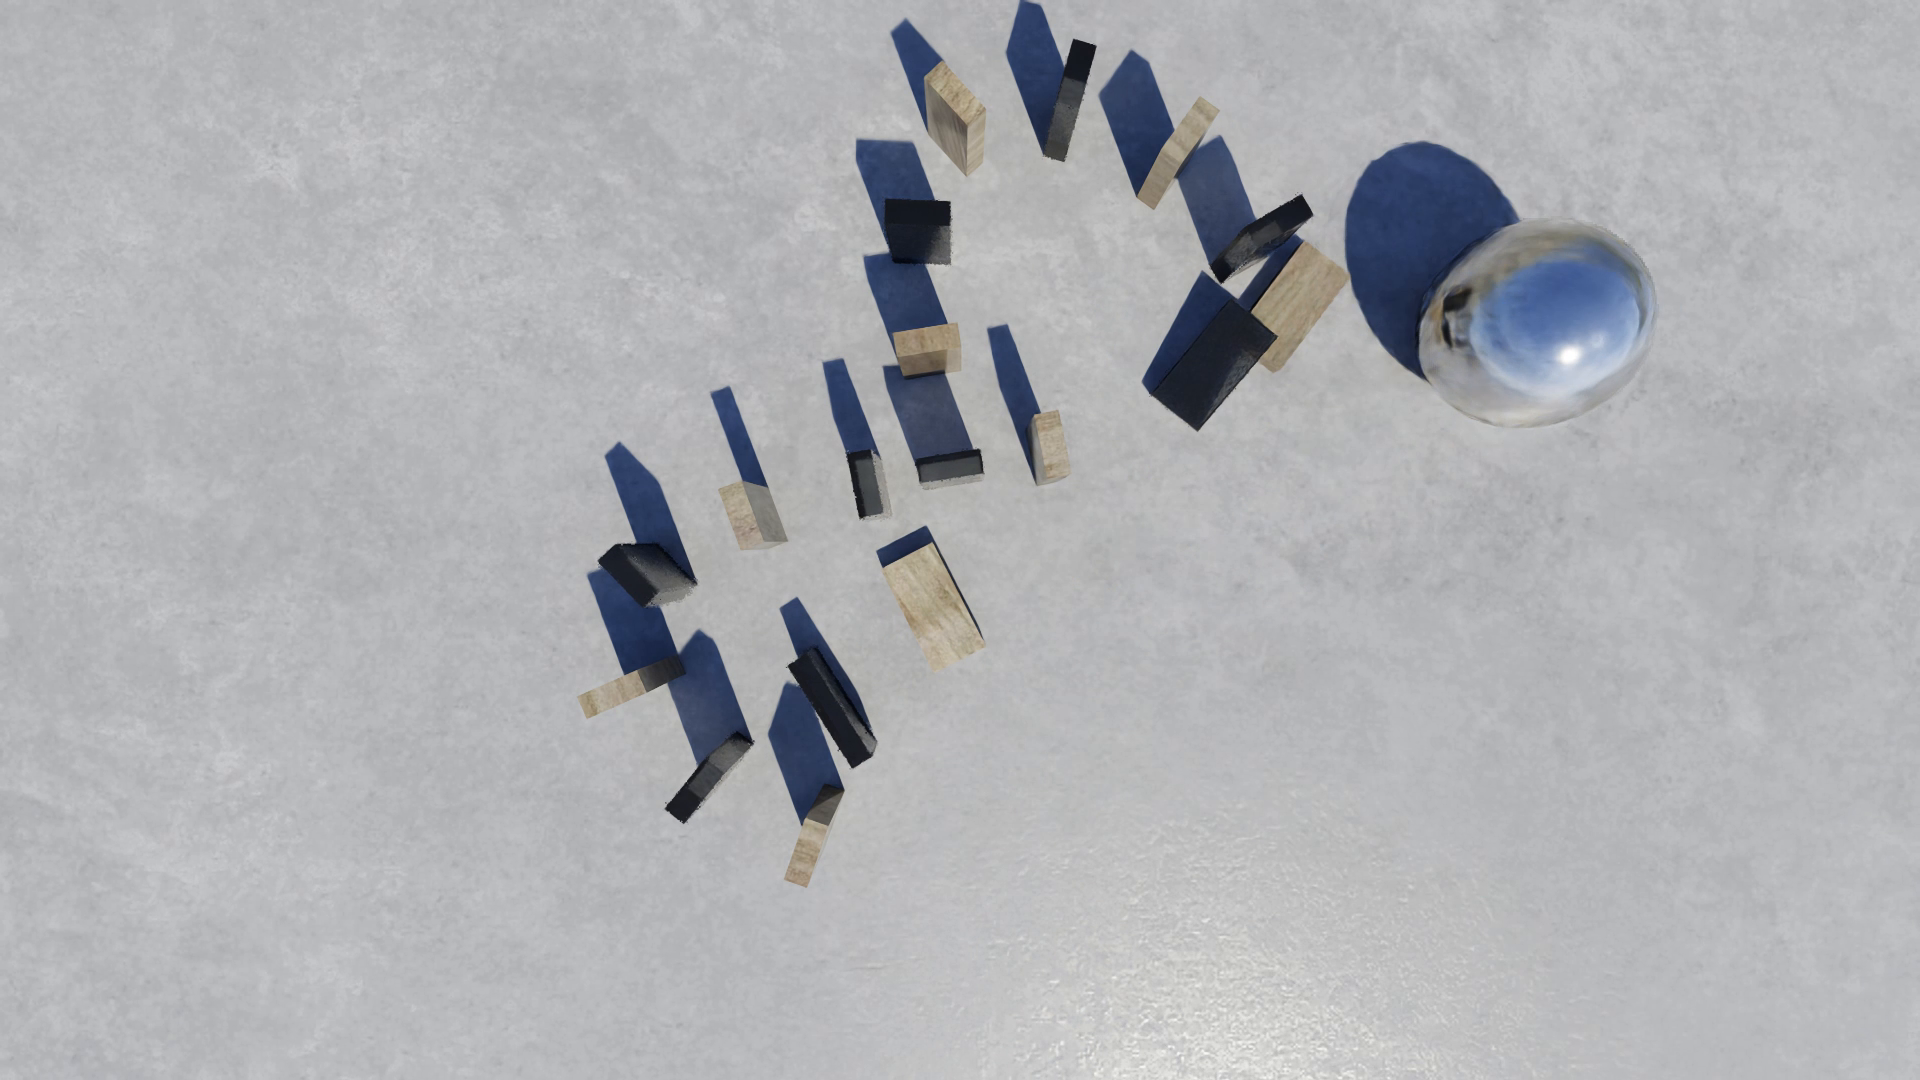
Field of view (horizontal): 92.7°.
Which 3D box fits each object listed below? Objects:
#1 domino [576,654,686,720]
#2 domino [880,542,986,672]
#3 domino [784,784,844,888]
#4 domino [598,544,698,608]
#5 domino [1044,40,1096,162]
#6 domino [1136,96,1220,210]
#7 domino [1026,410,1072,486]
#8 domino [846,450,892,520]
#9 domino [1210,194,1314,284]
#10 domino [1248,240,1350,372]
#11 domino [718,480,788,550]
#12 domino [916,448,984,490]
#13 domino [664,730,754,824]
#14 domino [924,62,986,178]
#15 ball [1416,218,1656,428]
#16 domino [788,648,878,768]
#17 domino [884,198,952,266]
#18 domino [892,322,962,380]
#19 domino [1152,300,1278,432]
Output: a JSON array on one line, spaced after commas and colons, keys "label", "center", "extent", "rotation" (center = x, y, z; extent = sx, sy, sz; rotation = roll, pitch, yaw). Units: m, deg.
[{"label": "domino", "center": [-0.133, 0.059, 0.375], "extent": [0.025, 0.050, 0.010], "rotation": [-24, 90, 0]}, {"label": "domino", "center": [-0.011, 0.029, 0.395], "extent": [0.025, 0.010, 0.050], "rotation": [-27, 90, 0]}, {"label": "domino", "center": [-0.059, 0.120, 0.375], "extent": [0.009, 0.050, 0.025], "rotation": [19, 90, 0]}, {"label": "domino", "center": [-0.127, 0.014, 0.375], "extent": [0.010, 0.050, 0.025], "rotation": [-44, 90, 0]}, {"label": "domino", "center": [0.044, -0.178, 0.375], "extent": [0.009, 0.050, 0.025], "rotation": [16, 90, 0]}, {"label": "domino", "center": [0.088, -0.157, 0.375], "extent": [0.009, 0.050, 0.025], "rotation": [36, 90, 0]}, {"label": "domino", "center": [0.036, -0.037, 0.375], "extent": [0.009, 0.050, 0.025], "rotation": [-12, 90, 0]}, {"label": "domino", "center": [-0.036, -0.022, 0.375], "extent": [0.010, 0.050, 0.025], "rotation": [-11, 90, 0]}, {"label": "domino", "center": [0.122, -0.122, 0.375], "extent": [0.025, 0.050, 0.009], "rotation": [-30, 90, 0]}, {"label": "domino", "center": [0.142, -0.100, 0.395], "extent": [0.025, 0.009, 0.050], "rotation": [37, 90, 0]}, {"label": "domino", "center": [-0.084, -0.009, 0.375], "extent": [0.009, 0.050, 0.025], "rotation": [-20, 90, 0]}, {"label": "domino", "center": [-0.004, -0.028, 0.375], "extent": [0.025, 0.050, 0.009], "rotation": [-9, 90, 0]}, {"label": "domino", "center": [-0.101, 0.096, 0.375], "extent": [0.009, 0.050, 0.025], "rotation": [39, 90, 0]}, {"label": "domino", "center": [-0.002, -0.171, 0.375], "extent": [0.010, 0.050, 0.025], "rotation": [-42, 90, 0]}, {"label": "ball", "center": [0.223, -0.084, 0.360], "extent": [0.080, 0.080, 0.080], "rotation": [0, 90, 0]}, {"label": "domino", "center": [-0.053, 0.070, 0.388], "extent": [0.009, 0.025, 0.050], "rotation": [-32, 90, 0]}, {"label": "domino", "center": [-0.016, -0.125, 0.375], "extent": [0.025, 0.050, 0.010], "rotation": [2, 90, 0]}, {"label": "domino", "center": [-0.013, -0.076, 0.375], "extent": [0.025, 0.050, 0.009], "rotation": [-9, 90, 0]}, {"label": "domino", "center": [0.108, -0.074, 0.390], "extent": [0.025, 0.010, 0.050], "rotation": [39, 103, 0]}]
